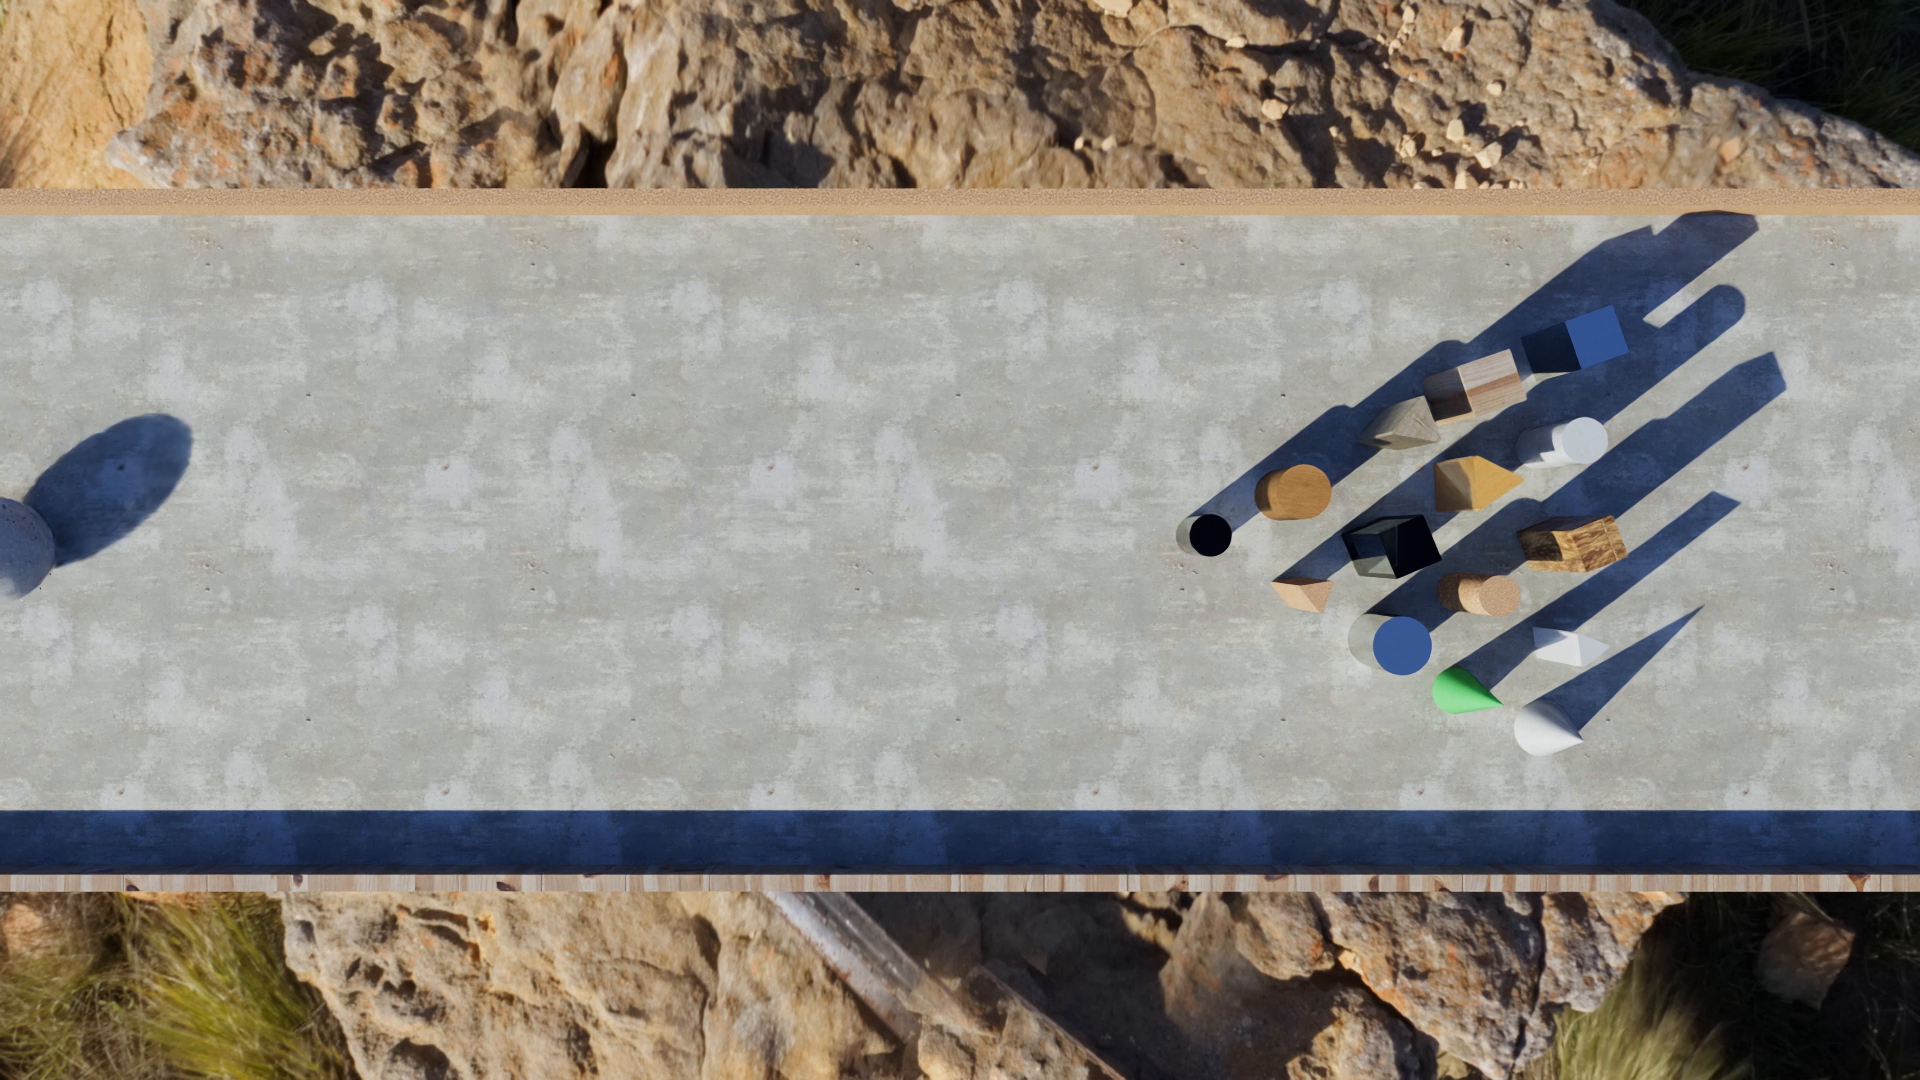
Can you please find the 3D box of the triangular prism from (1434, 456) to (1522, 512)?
[{"bbox_3d":[1.497,-0.183,4.875,0.153,0.404,0.133,-34,90,0],"label":"triangular prism"}]

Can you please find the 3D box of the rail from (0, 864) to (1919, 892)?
[{"bbox_3d":[-2.247,1.025,5.001,12.000,0.150,0.050,0,90,0],"label":"rail"}]

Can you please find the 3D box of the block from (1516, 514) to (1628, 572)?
[{"bbox_3d":[1.793,0.011,4.850,0.126,0.453,0.126,-22,90,0],"label":"block"}]

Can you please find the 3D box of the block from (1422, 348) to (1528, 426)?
[{"bbox_3d":[1.519,-0.447,4.888,0.154,0.377,0.154,-19,90,0],"label":"block"}]

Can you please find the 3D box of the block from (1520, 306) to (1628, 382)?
[{"bbox_3d":[1.817,-0.579,4.891,0.145,0.372,0.145,-20,90,0],"label":"block"}]

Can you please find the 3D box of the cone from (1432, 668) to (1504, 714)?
[{"bbox_3d":[1.525,0.464,4.847,0.143,0.458,0.143,0,90,0],"label":"cone"}]

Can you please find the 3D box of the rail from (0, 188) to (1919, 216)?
[{"bbox_3d":[-2.247,-1.025,5.002,12.000,0.150,0.050,0,90,0],"label":"rail"}]

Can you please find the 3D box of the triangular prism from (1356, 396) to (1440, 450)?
[{"bbox_3d":[1.293,-0.348,4.857,0.136,0.438,0.118,10,90,0],"label":"triangular prism"}]

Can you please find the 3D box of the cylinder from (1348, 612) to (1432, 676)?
[{"bbox_3d":[1.278,0.306,4.921,0.171,0.311,0.171,0,90,0],"label":"cylinder"}]

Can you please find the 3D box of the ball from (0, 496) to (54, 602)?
[{"bbox_3d":[-2.881,0.029,4.917,0.319,0.319,0.319,0,90,0],"label":"ball"}]

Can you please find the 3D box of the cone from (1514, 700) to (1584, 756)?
[{"bbox_3d":[1.793,0.579,4.906,0.175,0.341,0.175,0,90,0],"label":"cone"}]

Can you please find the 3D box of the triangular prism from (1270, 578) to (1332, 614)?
[{"bbox_3d":[1.018,0.143,4.857,0.083,0.439,0.096,-39,90,0],"label":"triangular prism"}]

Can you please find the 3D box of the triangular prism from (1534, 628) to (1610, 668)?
[{"bbox_3d":[1.790,0.300,4.892,0.098,0.370,0.084,-38,90,0],"label":"triangular prism"}]

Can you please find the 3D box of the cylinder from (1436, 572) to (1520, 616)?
[{"bbox_3d":[1.524,0.159,4.867,0.117,0.420,0.117,0,90,0],"label":"cylinder"}]

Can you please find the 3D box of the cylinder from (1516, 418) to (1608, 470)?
[{"bbox_3d":[1.776,-0.283,4.882,0.133,0.388,0.133,0,90,0],"label":"cylinder"}]

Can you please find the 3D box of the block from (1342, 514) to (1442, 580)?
[{"bbox_3d":[1.263,0.019,4.854,0.139,0.446,0.139,-23,90,0],"label":"block"}]

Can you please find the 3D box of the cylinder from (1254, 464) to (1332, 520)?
[{"bbox_3d":[0.985,-0.138,4.899,0.157,0.355,0.157,0,90,0],"label":"cylinder"}]

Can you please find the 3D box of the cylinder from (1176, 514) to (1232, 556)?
[{"bbox_3d":[0.725,-0.013,4.925,0.124,0.303,0.124,0,90,0],"label":"cylinder"}]
